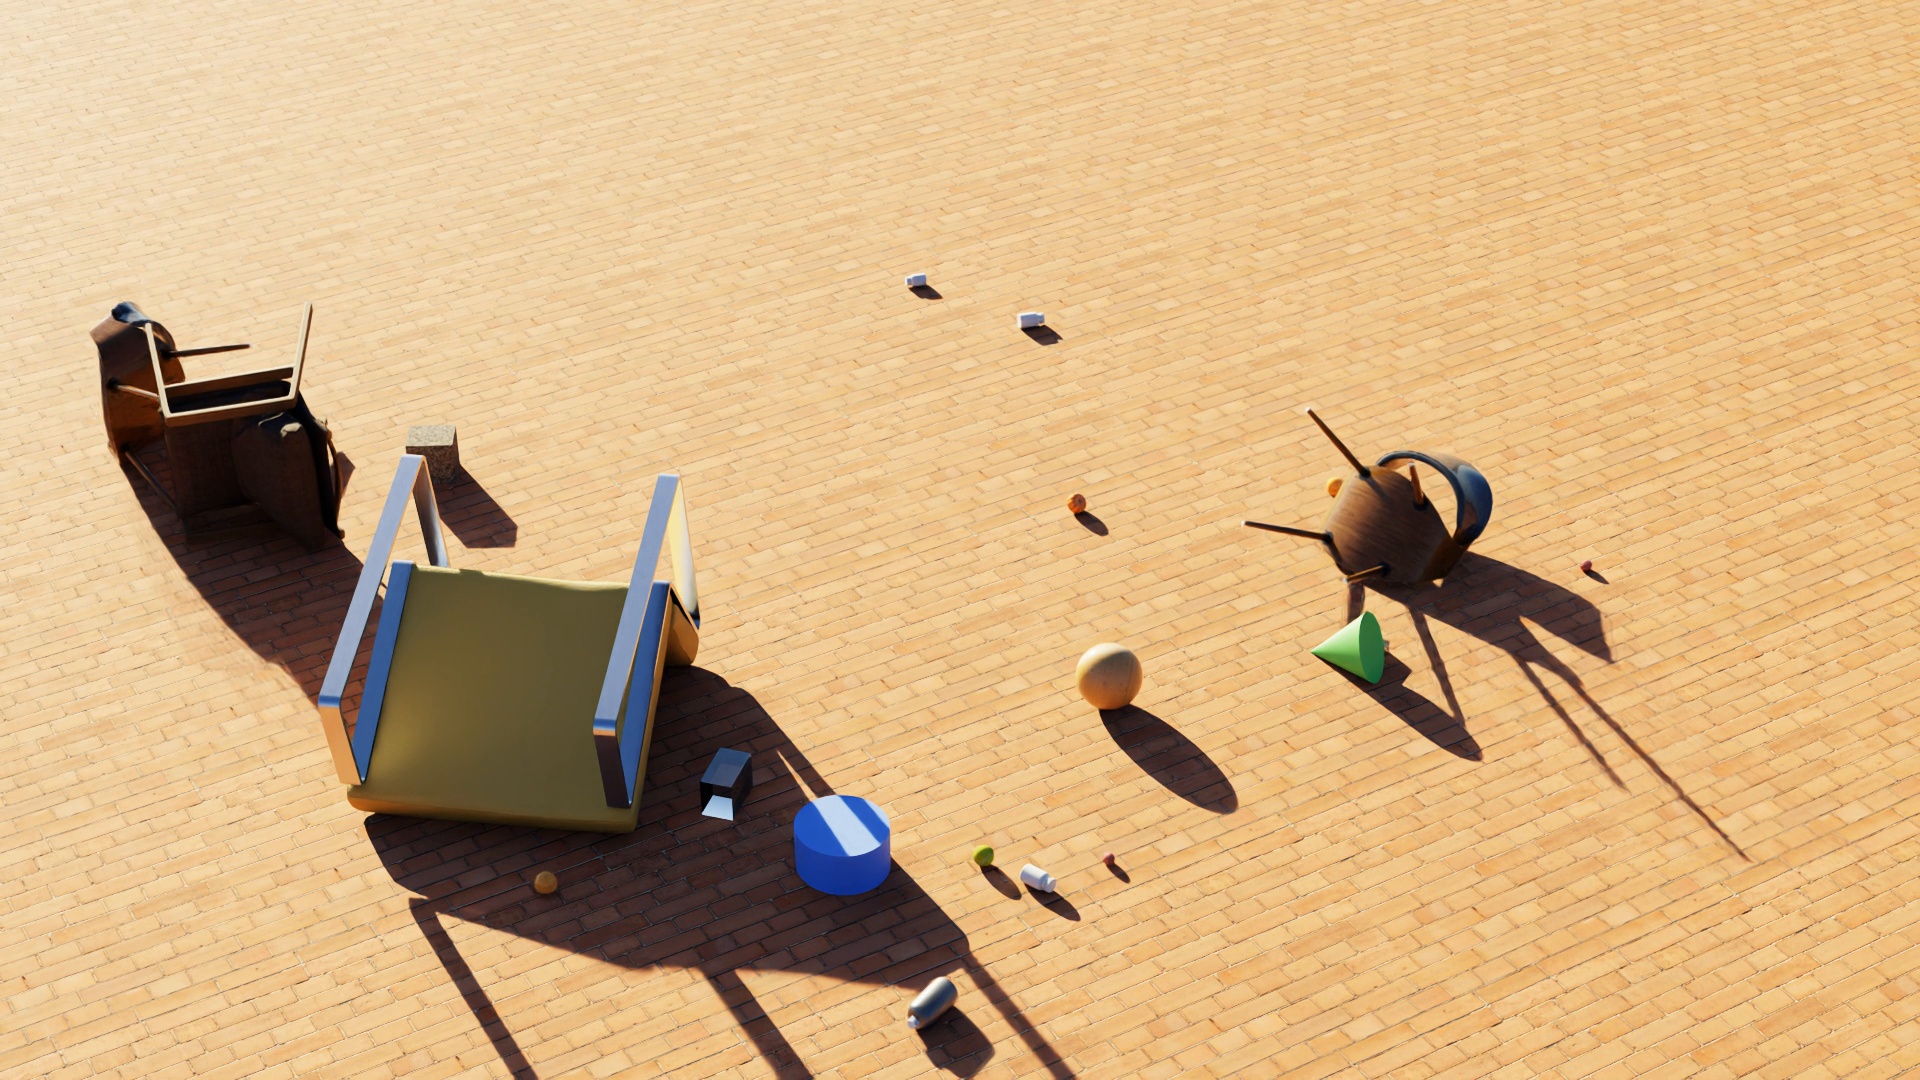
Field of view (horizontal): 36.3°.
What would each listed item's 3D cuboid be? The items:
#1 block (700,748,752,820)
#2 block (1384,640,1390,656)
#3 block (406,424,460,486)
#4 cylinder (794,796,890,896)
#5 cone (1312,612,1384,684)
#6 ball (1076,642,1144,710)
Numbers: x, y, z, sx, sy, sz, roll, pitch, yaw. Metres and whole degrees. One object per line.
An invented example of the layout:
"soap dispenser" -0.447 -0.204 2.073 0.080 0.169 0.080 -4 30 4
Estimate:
"block" -0.765 0.799 9.608 0.109 0.136 0.189 9 35 14
"block" 1.458 0.391 10.310 0.066 0.045 0.105 17 37 24
"block" -2.028 -0.327 11.281 0.177 0.176 0.149 -1 33 -2
"cylinder" -0.374 0.969 9.330 0.298 0.157 0.318 -25 41 -33
"cone" 1.331 0.384 10.262 0.256 0.251 0.159 -6 -1 40
"ball" 0.510 0.466 10.027 0.232 0.232 0.232 0 33 0
